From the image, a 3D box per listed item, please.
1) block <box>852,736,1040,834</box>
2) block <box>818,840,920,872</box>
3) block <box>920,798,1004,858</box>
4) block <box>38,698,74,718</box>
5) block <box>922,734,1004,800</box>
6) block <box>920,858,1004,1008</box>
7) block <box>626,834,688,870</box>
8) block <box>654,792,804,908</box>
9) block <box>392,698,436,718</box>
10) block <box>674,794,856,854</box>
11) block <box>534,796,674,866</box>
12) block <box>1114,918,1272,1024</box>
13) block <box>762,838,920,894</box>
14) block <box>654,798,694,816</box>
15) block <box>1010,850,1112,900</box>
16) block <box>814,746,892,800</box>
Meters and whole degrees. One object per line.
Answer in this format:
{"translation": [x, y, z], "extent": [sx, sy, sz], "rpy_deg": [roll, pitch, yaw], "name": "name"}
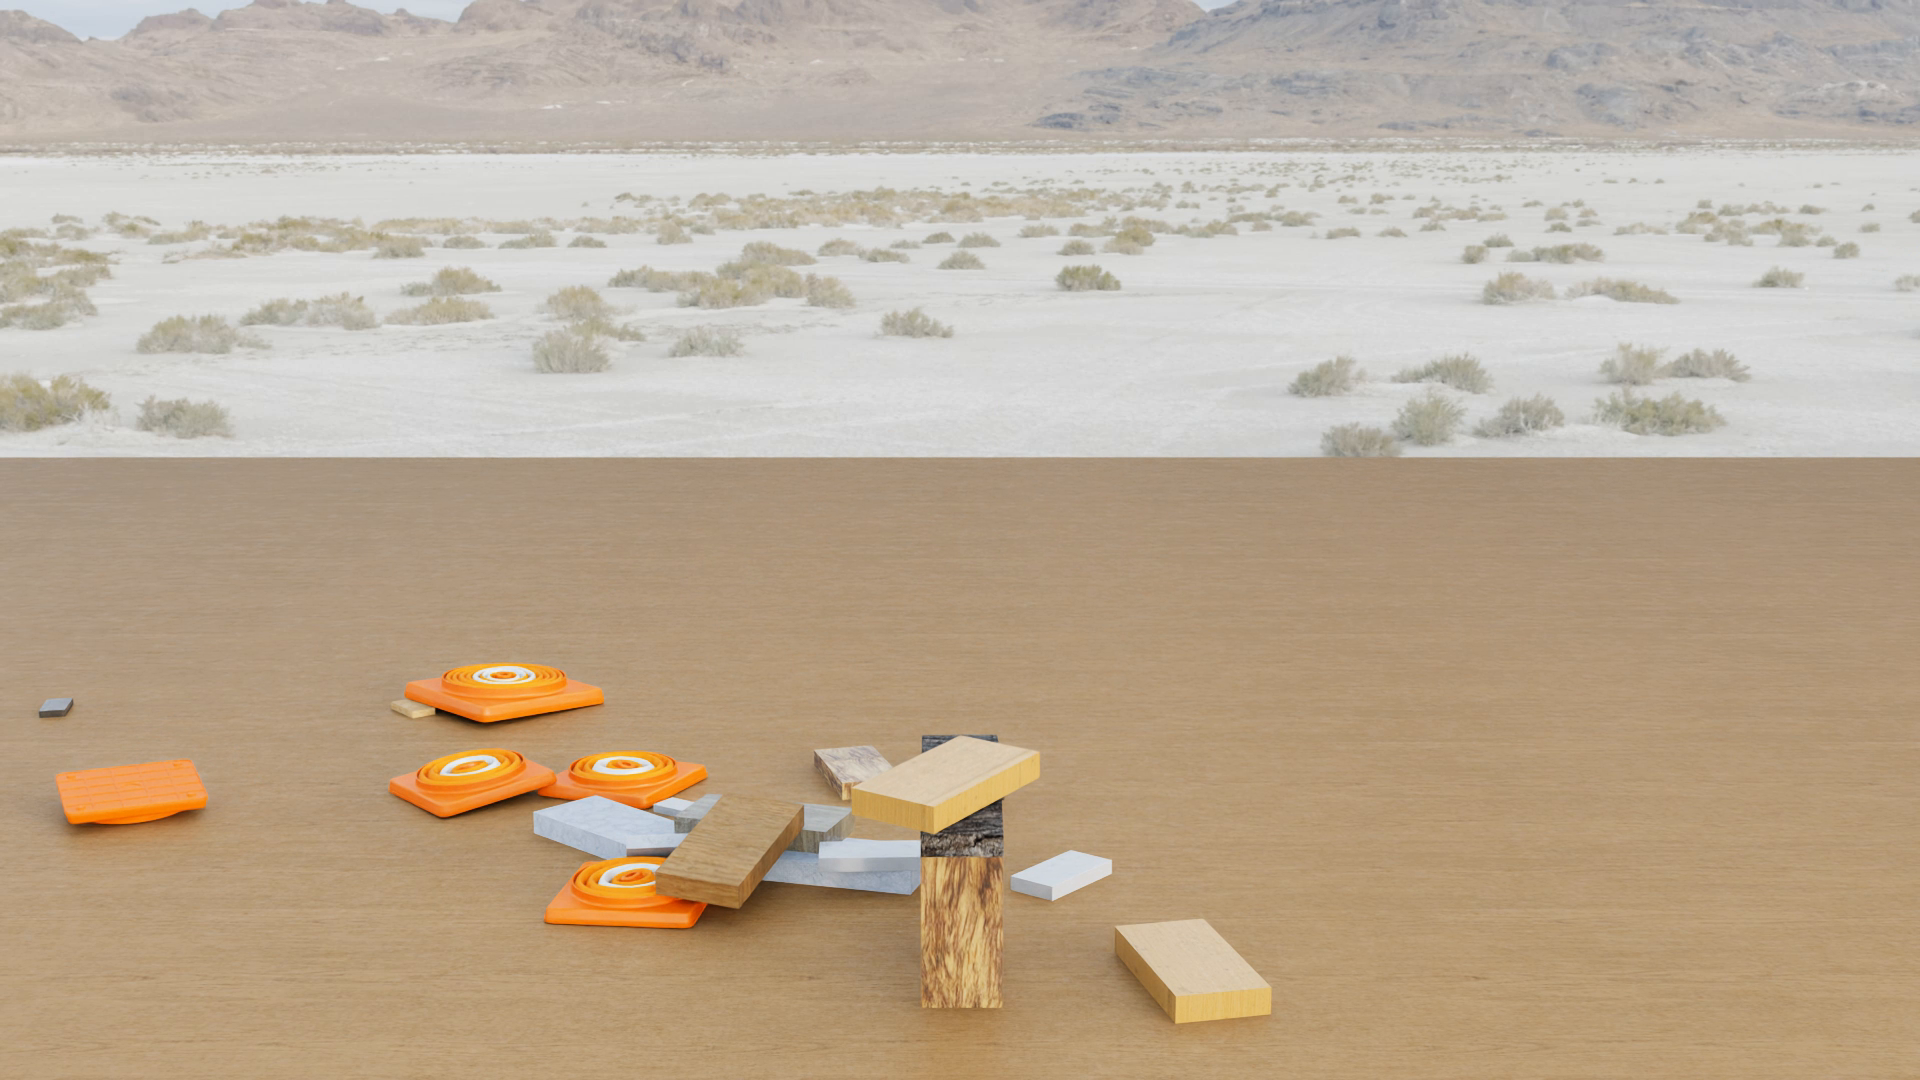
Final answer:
{"translation": [-0.018, 0.361, 3.274], "extent": [0.144, 0.041, 0.289], "rpy_deg": [9, 16, 32], "name": "block"}
{"translation": [-0.150, 0.532, 3.698], "extent": [0.173, 0.024, 0.086], "rpy_deg": [0, 11, -2], "name": "block"}
{"translation": [0.003, 0.413, 3.239], "extent": [0.118, 0.033, 0.236], "rpy_deg": [0, 11, 0], "name": "block"}
{"translation": [-1.982, 0.368, 4.824], "extent": [0.053, 0.015, 0.106], "rpy_deg": [-2, 11, -12], "name": "block"}
{"translation": [0.002, 0.358, 3.476], "extent": [0.123, 0.035, 0.246], "rpy_deg": [0, 11, -2], "name": "block"}
{"translation": [0.003, 0.560, 3.186], "extent": [0.118, 0.236, 0.033], "rpy_deg": [0, 11, 0], "name": "block"}
{"translation": [-0.483, 0.533, 3.760], "extent": [0.173, 0.024, 0.086], "rpy_deg": [-1, -34, -9], "name": "block"}
{"translation": [-0.378, 0.511, 3.645], "extent": [0.144, 0.041, 0.289], "rpy_deg": [7, 22, 16], "name": "block"}
{"translation": [-1.199, 0.368, 4.821], "extent": [0.053, 0.015, 0.106], "rpy_deg": [-8, 13, -39], "name": "block"}
{"translation": [-0.341, 0.496, 3.848], "extent": [0.283, 0.040, 0.141], "rpy_deg": [3, 11, 17], "name": "block"}
{"translation": [-0.621, 0.520, 3.937], "extent": [0.283, 0.040, 0.141], "rpy_deg": [10, 14, 43], "name": "block"}
{"translation": [0.344, 0.640, 3.285], "extent": [0.144, 0.041, 0.289], "rpy_deg": [-3, 11, -13], "name": "block"}
{"translation": [-0.199, 0.552, 3.765], "extent": [0.283, 0.040, 0.141], "rpy_deg": [3, 11, 16], "name": "block"}
{"translation": [-0.514, 0.502, 4.100], "extent": [0.106, 0.015, 0.053], "rpy_deg": [7, 13, 33], "name": "block"}
{"translation": [0.172, 0.567, 3.725], "extent": [0.086, 0.024, 0.173], "rpy_deg": [8, 13, 38], "name": "block"}
{"translation": [-0.201, 0.454, 4.307], "extent": [0.119, 0.034, 0.238], "rpy_deg": [-3, 11, -16], "name": "block"}
